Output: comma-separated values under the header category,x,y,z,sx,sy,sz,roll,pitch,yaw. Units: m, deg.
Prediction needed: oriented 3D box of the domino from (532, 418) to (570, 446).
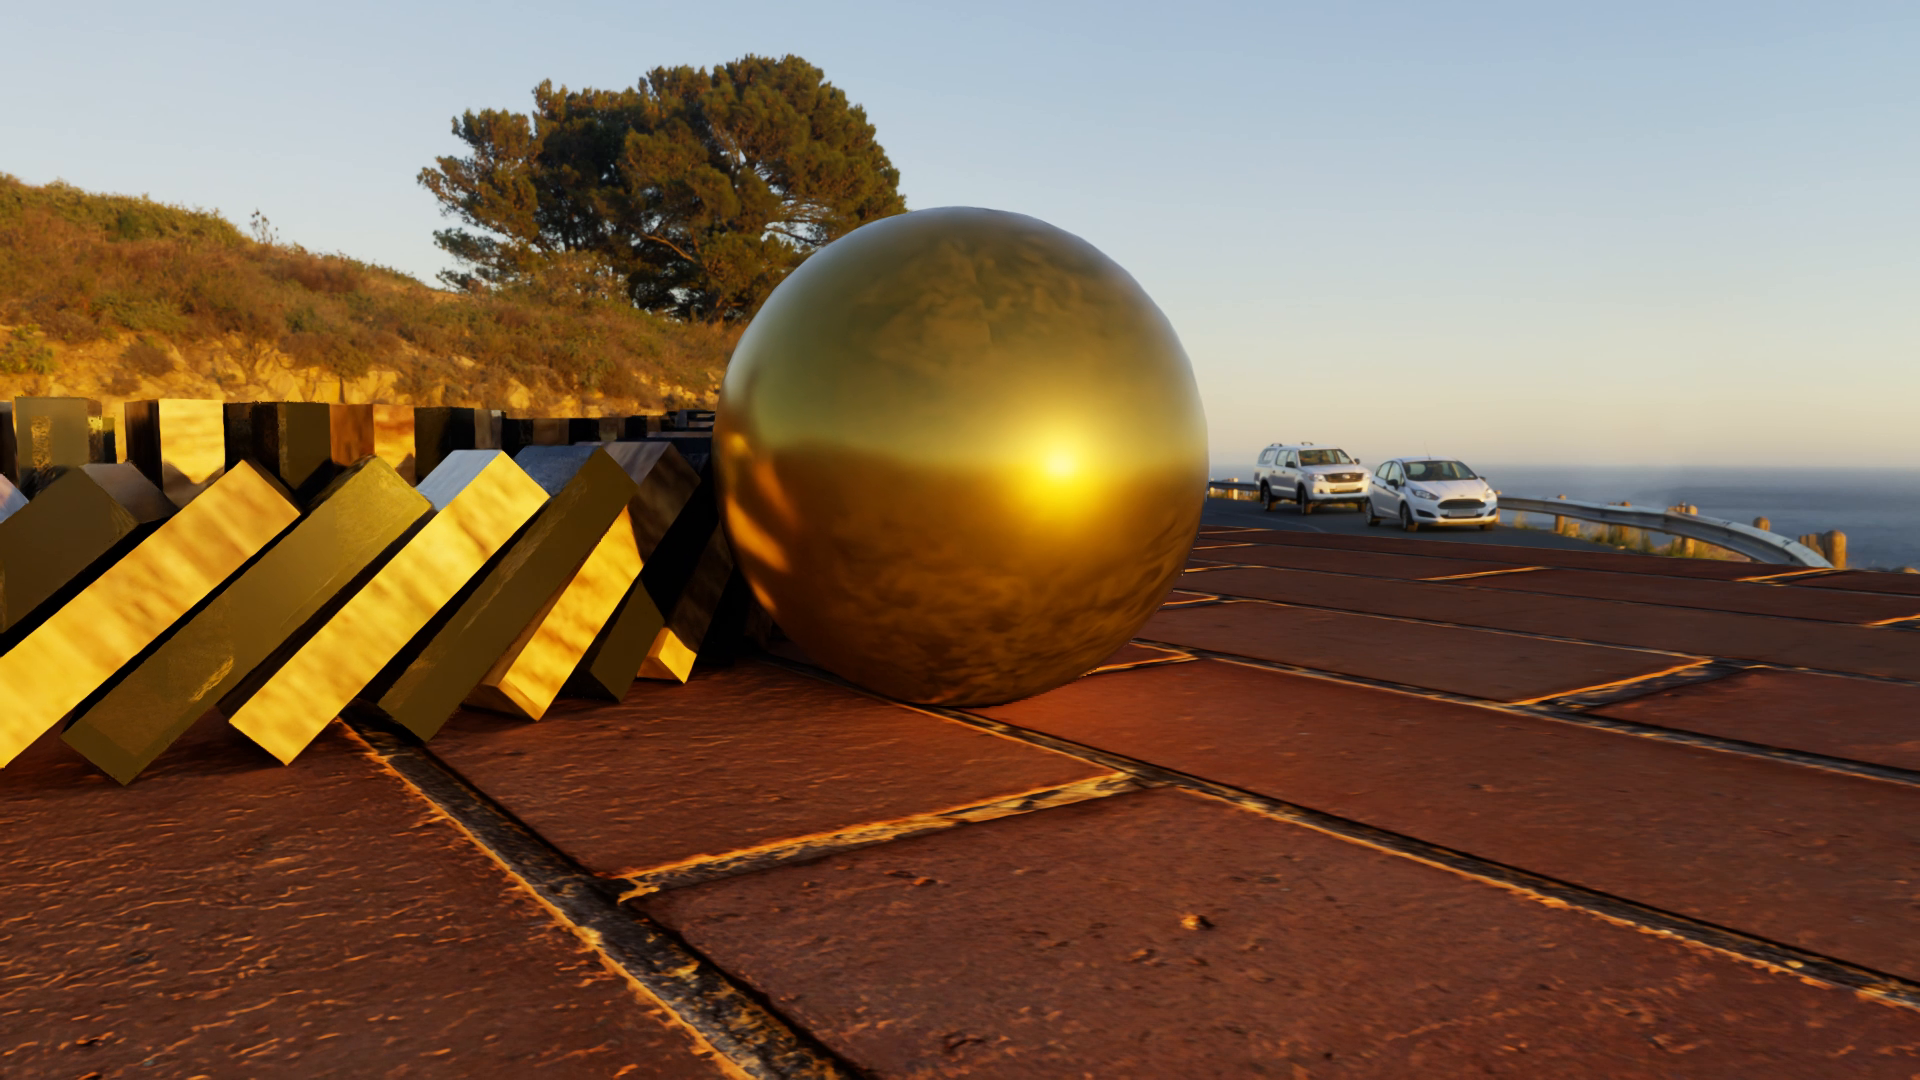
category,x,y,z,sx,sy,sz,roll,pitch,yaw
domino,-0.117,-0.012,0.392,0.009,0.050,0.025,2,5,24

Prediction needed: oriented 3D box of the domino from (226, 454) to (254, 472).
category,x,y,z,sx,sy,sz,roll,pitch,yaw
domino,-0.236,-0.011,0.459,0.050,0.010,0.025,39,-5,-13

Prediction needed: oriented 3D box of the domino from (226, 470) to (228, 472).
category,x,y,z,sx,sy,sz,roll,pitch,yaw
domino,-0.251,-0.011,0.454,0.050,0.010,0.025,39,-8,-15

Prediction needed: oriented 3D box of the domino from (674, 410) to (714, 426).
category,x,y,z,sx,sy,sz,roll,pitch,yaw
domino,-0.058,-0.007,0.326,0.025,0.050,0.009,-1,-9,-19

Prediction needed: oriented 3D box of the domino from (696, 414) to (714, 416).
category,x,y,z,sx,sy,sz,roll,pitch,yaw
domino,-0.050,-0.005,0.299,0.025,0.050,0.009,0,-19,0

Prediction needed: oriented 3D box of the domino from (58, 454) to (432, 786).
category,x,y,z,sx,sy,sz,roll,pitch,yaw
domino,-0.097,0.009,0.176,0.050,0.010,0.025,-48,24,-18

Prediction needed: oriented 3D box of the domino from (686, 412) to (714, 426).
category,x,y,z,sx,sy,sz,roll,pitch,yaw
domino,-0.053,-0.006,0.313,0.025,0.050,0.010,-1,-14,-13

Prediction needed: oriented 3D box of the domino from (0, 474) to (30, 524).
category,x,y,z,sx,sy,sz,roll,pitch,yaw
domino,-0.139,0.011,0.153,0.050,0.009,0.025,-42,13,-8

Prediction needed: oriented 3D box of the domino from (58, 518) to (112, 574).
category,x,y,z,sx,sy,sz,roll,pitch,yaw
domino,-0.303,-0.008,0.413,0.025,0.009,0.050,4,-33,46

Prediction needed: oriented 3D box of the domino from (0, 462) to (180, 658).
category,x,y,z,sx,sy,sz,roll,pitch,yaw
domino,-0.124,0.011,0.160,0.050,0.009,0.025,-44,17,-12

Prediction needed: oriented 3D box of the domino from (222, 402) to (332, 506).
category,x,y,z,sx,sy,sz,roll,pitch,yaw
domino,-0.129,-0.001,0.241,0.025,0.050,0.010,3,5,35

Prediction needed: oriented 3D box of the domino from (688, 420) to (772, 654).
category,x,y,z,sx,sy,sz,roll,pitch,yaw
domino,-0.049,-0.001,0.270,0.025,0.050,0.009,1,-27,14

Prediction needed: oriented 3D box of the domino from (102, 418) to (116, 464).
category,x,y,z,sx,sy,sz,roll,pitch,yaw
domino,-0.251,-0.010,0.370,0.025,0.050,0.009,4,6,45

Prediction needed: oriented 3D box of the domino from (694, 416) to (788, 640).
category,x,y,z,sx,sy,sz,roll,pitch,yaw
domino,-0.049,-0.003,0.285,0.025,0.050,0.009,0,-23,6

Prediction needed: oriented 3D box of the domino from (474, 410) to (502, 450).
category,x,y,z,sx,sy,sz,roll,pitch,yaw
domino,-0.116,-0.004,0.286,0.025,0.050,0.010,-1,4,-7

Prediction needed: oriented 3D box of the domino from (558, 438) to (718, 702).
category,x,y,z,sx,sy,sz,roll,pitch,yaw
domino,-0.060,0.004,0.227,0.025,0.050,0.009,2,-37,29

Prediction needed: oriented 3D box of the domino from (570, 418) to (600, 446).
category,x,y,z,sx,sy,sz,roll,pitch,yaw
domino,-0.103,-0.011,0.385,0.010,0.050,0.025,3,5,34

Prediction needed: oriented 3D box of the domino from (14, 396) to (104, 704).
category,x,y,z,sx,sy,sz,roll,pitch,yaw
domino,-0.152,0.001,0.219,0.009,0.050,0.025,-2,5,-29

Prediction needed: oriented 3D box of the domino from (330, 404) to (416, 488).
category,x,y,z,sx,sy,sz,roll,pitch,yaw
domino,-0.121,-0.002,0.255,0.025,0.050,0.010,2,5,25

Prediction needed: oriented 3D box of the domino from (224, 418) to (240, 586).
category,x,y,z,sx,sy,sz,roll,pitch,yaw
domino,-0.226,-0.012,0.390,0.010,0.050,0.025,-3,5,-32

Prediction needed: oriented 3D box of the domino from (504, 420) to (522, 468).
category,x,y,z,sx,sy,sz,roll,pitch,yaw
domino,-0.148,-0.013,0.402,0.009,0.050,0.025,1,4,11

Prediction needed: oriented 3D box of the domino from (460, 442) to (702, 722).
category,x,y,z,sx,sy,sz,roll,pitch,yaw
domino,-0.067,0.005,0.213,0.025,0.050,0.009,3,-38,36

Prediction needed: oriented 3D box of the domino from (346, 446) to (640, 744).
category,x,y,z,sx,sy,sz,roll,pitch,yaw
domino,-0.075,0.006,0.200,0.025,0.050,0.009,4,-39,45

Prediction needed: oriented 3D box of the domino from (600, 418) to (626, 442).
category,x,y,z,sx,sy,sz,roll,pitch,yaw
domino,-0.091,-0.011,0.374,0.010,0.050,0.025,4,6,44

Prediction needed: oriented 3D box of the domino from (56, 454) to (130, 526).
category,x,y,z,sx,sy,sz,roll,pitch,yaw
domino,-0.279,-0.010,0.437,0.050,0.010,0.025,42,-17,-25

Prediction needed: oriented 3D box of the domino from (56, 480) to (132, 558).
category,x,y,z,sx,sy,sz,roll,pitch,yaw
domino,-0.292,-0.009,0.425,0.050,0.009,0.025,44,-22,-31

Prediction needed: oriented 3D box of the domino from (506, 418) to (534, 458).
category,x,y,z,sx,sy,sz,roll,pitch,yaw
domino,-0.133,-0.012,0.398,0.009,0.050,0.025,1,4,17

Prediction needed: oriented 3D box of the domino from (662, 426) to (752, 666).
category,x,y,z,sx,sy,sz,roll,pitch,yaw
domino,-0.053,0.000,0.257,0.025,0.050,0.009,1,-31,14

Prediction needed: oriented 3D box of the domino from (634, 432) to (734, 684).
category,x,y,z,sx,sy,sz,roll,pitch,yaw
domino,-0.055,0.002,0.242,0.025,0.050,0.009,2,-35,23

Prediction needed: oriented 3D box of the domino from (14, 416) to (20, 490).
category,x,y,z,sx,sy,sz,roll,pitch,yaw
domino,-0.262,-0.009,0.358,0.025,0.050,0.010,3,5,36

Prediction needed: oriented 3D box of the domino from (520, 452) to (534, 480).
category,x,y,z,sx,sy,sz,roll,pitch,yaw
domino,-0.140,-0.012,0.470,0.050,0.010,0.025,41,14,9

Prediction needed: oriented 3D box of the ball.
category,x,y,z,sx,sy,sz,roll,pitch,yaw
ball,0.000,-0.013,0.209,0.080,0.080,0.080,0,4,0

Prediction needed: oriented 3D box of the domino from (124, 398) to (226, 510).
category,x,y,z,sx,sy,sz,roll,pitch,yaw
domino,-0.139,0.000,0.228,0.010,0.050,0.025,-4,6,-44

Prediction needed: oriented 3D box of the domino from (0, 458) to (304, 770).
category,x,y,z,sx,sy,sz,roll,pitch,yaw
domino,-0.110,0.010,0.168,0.050,0.010,0.025,-46,21,-16

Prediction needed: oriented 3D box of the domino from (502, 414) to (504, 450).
category,x,y,z,sx,sy,sz,roll,pitch,yaw
domino,-0.126,-0.006,0.316,0.025,0.050,0.009,-3,5,-32

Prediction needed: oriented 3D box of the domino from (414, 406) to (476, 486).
category,x,y,z,sx,sy,sz,roll,pitch,yaw
domino,-0.116,-0.003,0.270,0.025,0.050,0.009,1,4,8

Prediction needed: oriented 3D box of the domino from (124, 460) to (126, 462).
category,x,y,z,sx,sy,sz,roll,pitch,yaw
domino,-0.266,-0.011,0.446,0.050,0.009,0.025,40,-12,-20

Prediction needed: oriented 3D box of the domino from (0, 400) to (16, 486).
category,x,y,z,sx,sy,sz,roll,pitch,yaw
domino,-0.167,0.002,0.213,0.009,0.050,0.025,-1,4,-15

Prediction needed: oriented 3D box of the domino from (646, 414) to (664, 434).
category,x,y,z,sx,sy,sz,roll,pitch,yaw
domino,-0.071,-0.009,0.349,0.025,0.050,0.009,-3,4,-32

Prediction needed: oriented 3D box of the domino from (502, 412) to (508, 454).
category,x,y,z,sx,sy,sz,roll,pitch,yaw
domino,-0.119,-0.005,0.302,0.025,0.050,0.009,-1,5,-18

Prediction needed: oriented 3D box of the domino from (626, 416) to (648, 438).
category,x,y,z,sx,sy,sz,roll,pitch,yaw
domino,-0.080,-0.010,0.362,0.025,0.050,0.010,-3,5,-38

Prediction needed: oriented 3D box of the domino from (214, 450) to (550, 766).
category,x,y,z,sx,sy,sz,roll,pitch,yaw
domino,-0.085,0.008,0.187,0.025,0.009,0.050,6,51,53

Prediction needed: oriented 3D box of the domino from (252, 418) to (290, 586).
category,x,y,z,sx,sy,sz,roll,pitch,yaw
domino,-0.212,-0.012,0.397,0.009,0.050,0.025,-2,5,-24

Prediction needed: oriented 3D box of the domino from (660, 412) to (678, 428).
category,x,y,z,sx,sy,sz,roll,pitch,yaw
domino,-0.064,-0.008,0.338,0.025,0.050,0.010,-2,-2,-26

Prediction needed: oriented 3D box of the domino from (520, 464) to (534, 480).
category,x,y,z,sx,sy,sz,roll,pitch,yaw
domino,-0.156,-0.012,0.472,0.050,0.009,0.025,40,9,4
